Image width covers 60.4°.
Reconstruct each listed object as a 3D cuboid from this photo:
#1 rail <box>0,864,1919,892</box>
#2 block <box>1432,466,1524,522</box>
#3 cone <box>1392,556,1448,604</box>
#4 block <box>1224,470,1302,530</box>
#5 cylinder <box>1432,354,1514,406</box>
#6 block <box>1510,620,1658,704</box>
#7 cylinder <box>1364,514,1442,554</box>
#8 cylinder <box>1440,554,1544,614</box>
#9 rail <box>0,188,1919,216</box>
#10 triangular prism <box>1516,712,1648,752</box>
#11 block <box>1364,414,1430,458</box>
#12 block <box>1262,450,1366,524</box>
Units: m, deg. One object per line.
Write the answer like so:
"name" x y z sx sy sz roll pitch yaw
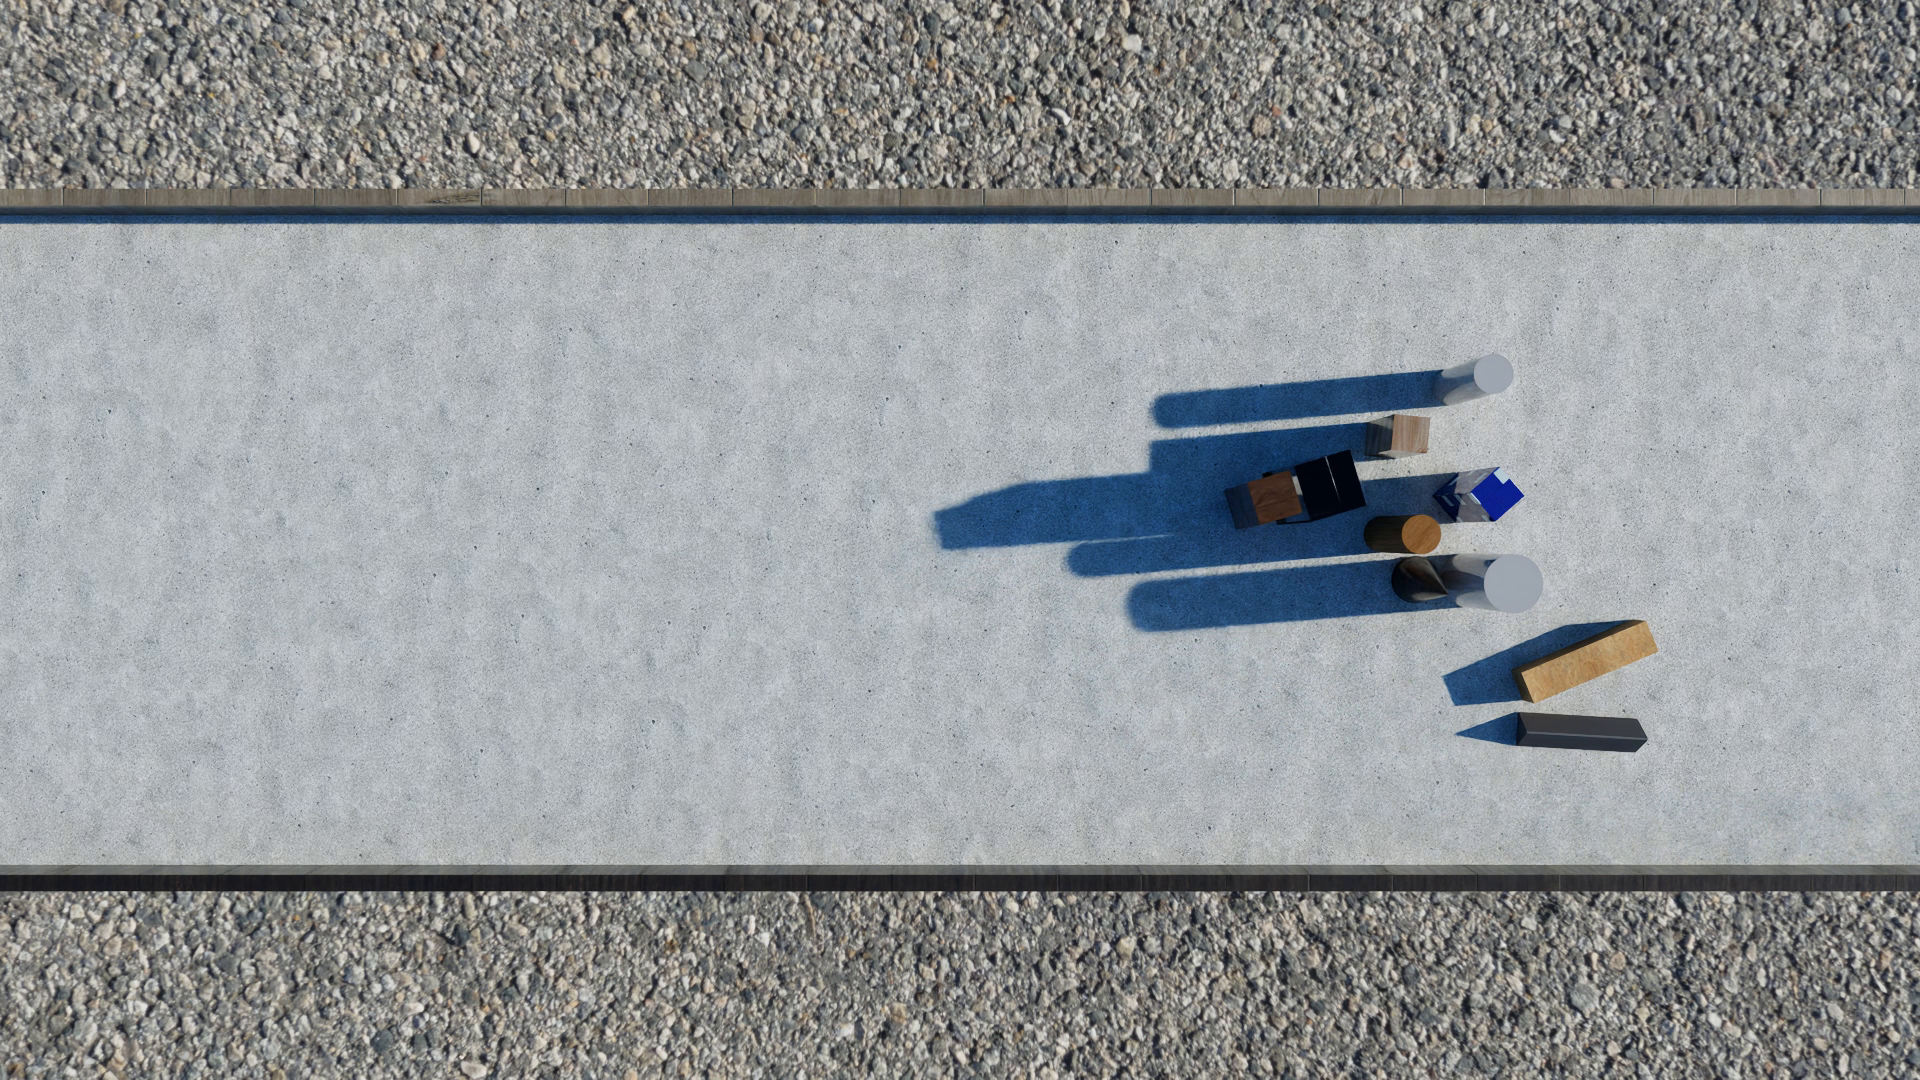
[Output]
"rail" -2.247 1.025 5.001 12.000 0.150 0.050 0 90 0
"block" 1.531 -0.131 4.888 0.111 0.377 0.111 -41 90 0
"cone" 1.398 0.139 4.889 0.147 0.362 0.147 0 96 1
"block" 0.889 -0.115 4.862 0.125 0.426 0.125 -17 89 0
"cylinder" 1.510 -0.470 4.871 0.113 0.411 0.113 0 90 0
"block" 1.901 0.369 5.026 0.408 0.100 0.100 -23 90 0
"cylinder" 1.299 -0.017 4.859 0.112 0.434 0.112 0 90 0
"cylinder" 1.553 0.123 4.848 0.166 0.455 0.166 0 90 1
"rail" -2.247 -1.025 5.002 12.000 0.150 0.050 0 90 0
"triangular prism" 1.897 0.591 5.030 0.366 0.089 0.103 3 90 0
"block" 1.301 -0.307 4.918 0.104 0.317 0.104 5 90 0
"block" 1.037 -0.151 4.860 0.165 0.428 0.165 -17 90 -2
